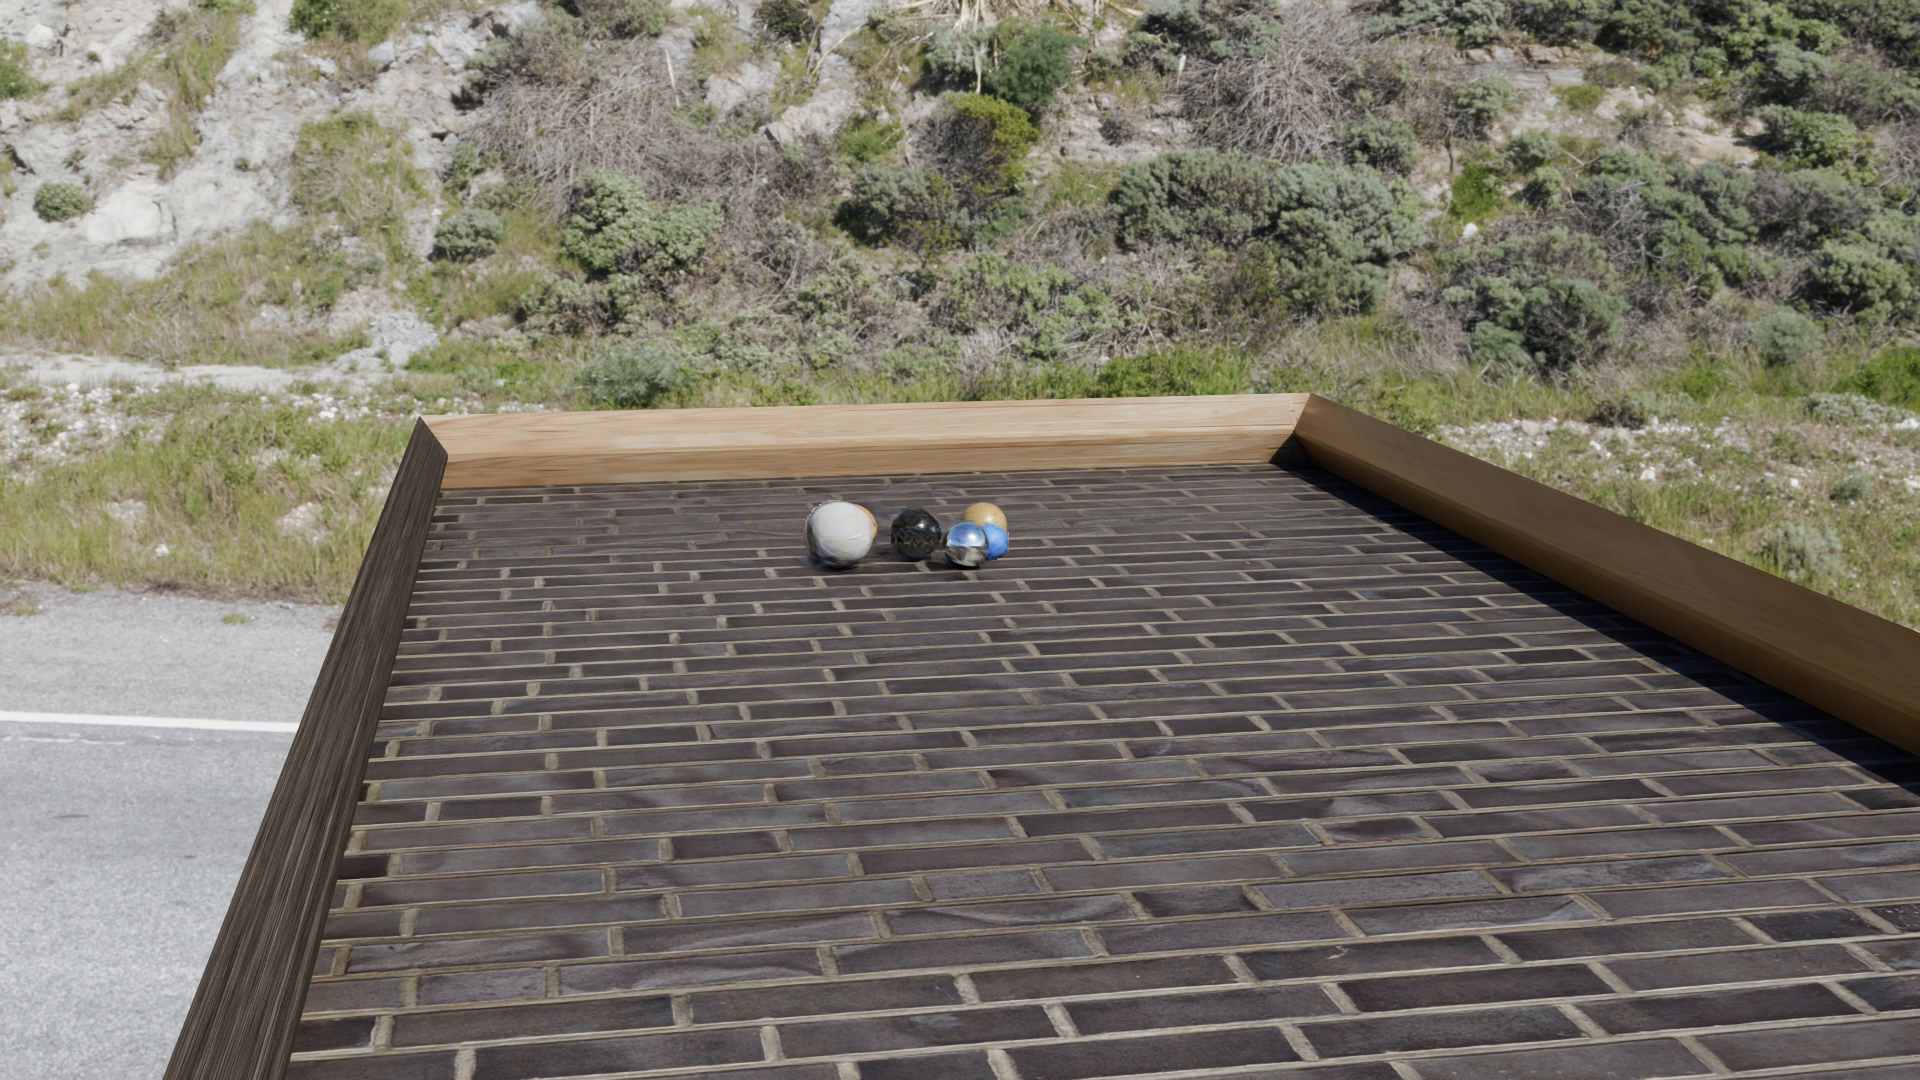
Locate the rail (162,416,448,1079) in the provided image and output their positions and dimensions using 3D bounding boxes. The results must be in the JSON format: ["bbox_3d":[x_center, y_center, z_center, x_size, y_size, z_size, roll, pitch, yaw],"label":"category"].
[{"bbox_3d":[-0.585,0.141,2.161,0.045,0.118,2.884,-2,12,-10],"label":"rail"}]

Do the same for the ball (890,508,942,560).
[{"bbox_3d":[-0.061,-0.008,3.018,0.070,0.070,0.070,0,12,0],"label":"ball"}]

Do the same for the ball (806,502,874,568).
[{"bbox_3d":[-0.162,-0.007,2.959,0.091,0.091,0.091,0,12,0],"label":"ball"}]

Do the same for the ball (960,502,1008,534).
[{"bbox_3d":[0.033,-0.019,3.072,0.068,0.068,0.068,0,12,0],"label":"ball"}]

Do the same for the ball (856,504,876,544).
[{"bbox_3d":[-0.151,-0.014,3.042,0.072,0.072,0.072,0,12,0],"label":"ball"}]

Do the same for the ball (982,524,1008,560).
[{"bbox_3d":[0.042,0.003,3.019,0.048,0.048,0.048,0,12,0],"label":"ball"}]

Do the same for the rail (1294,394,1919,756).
[{"bbox_3d":[0.848,0.088,2.421,0.045,0.118,2.884,-2,12,-10],"label":"rail"}]

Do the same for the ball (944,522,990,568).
[{"bbox_3d":[0.009,0.007,2.963,0.063,0.063,0.063,0,12,0],"label":"ball"}]

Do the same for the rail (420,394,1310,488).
[{"bbox_3d":[-0.127,-0.164,3.657,1.504,0.118,0.045,-2,12,-10],"label":"rail"}]
